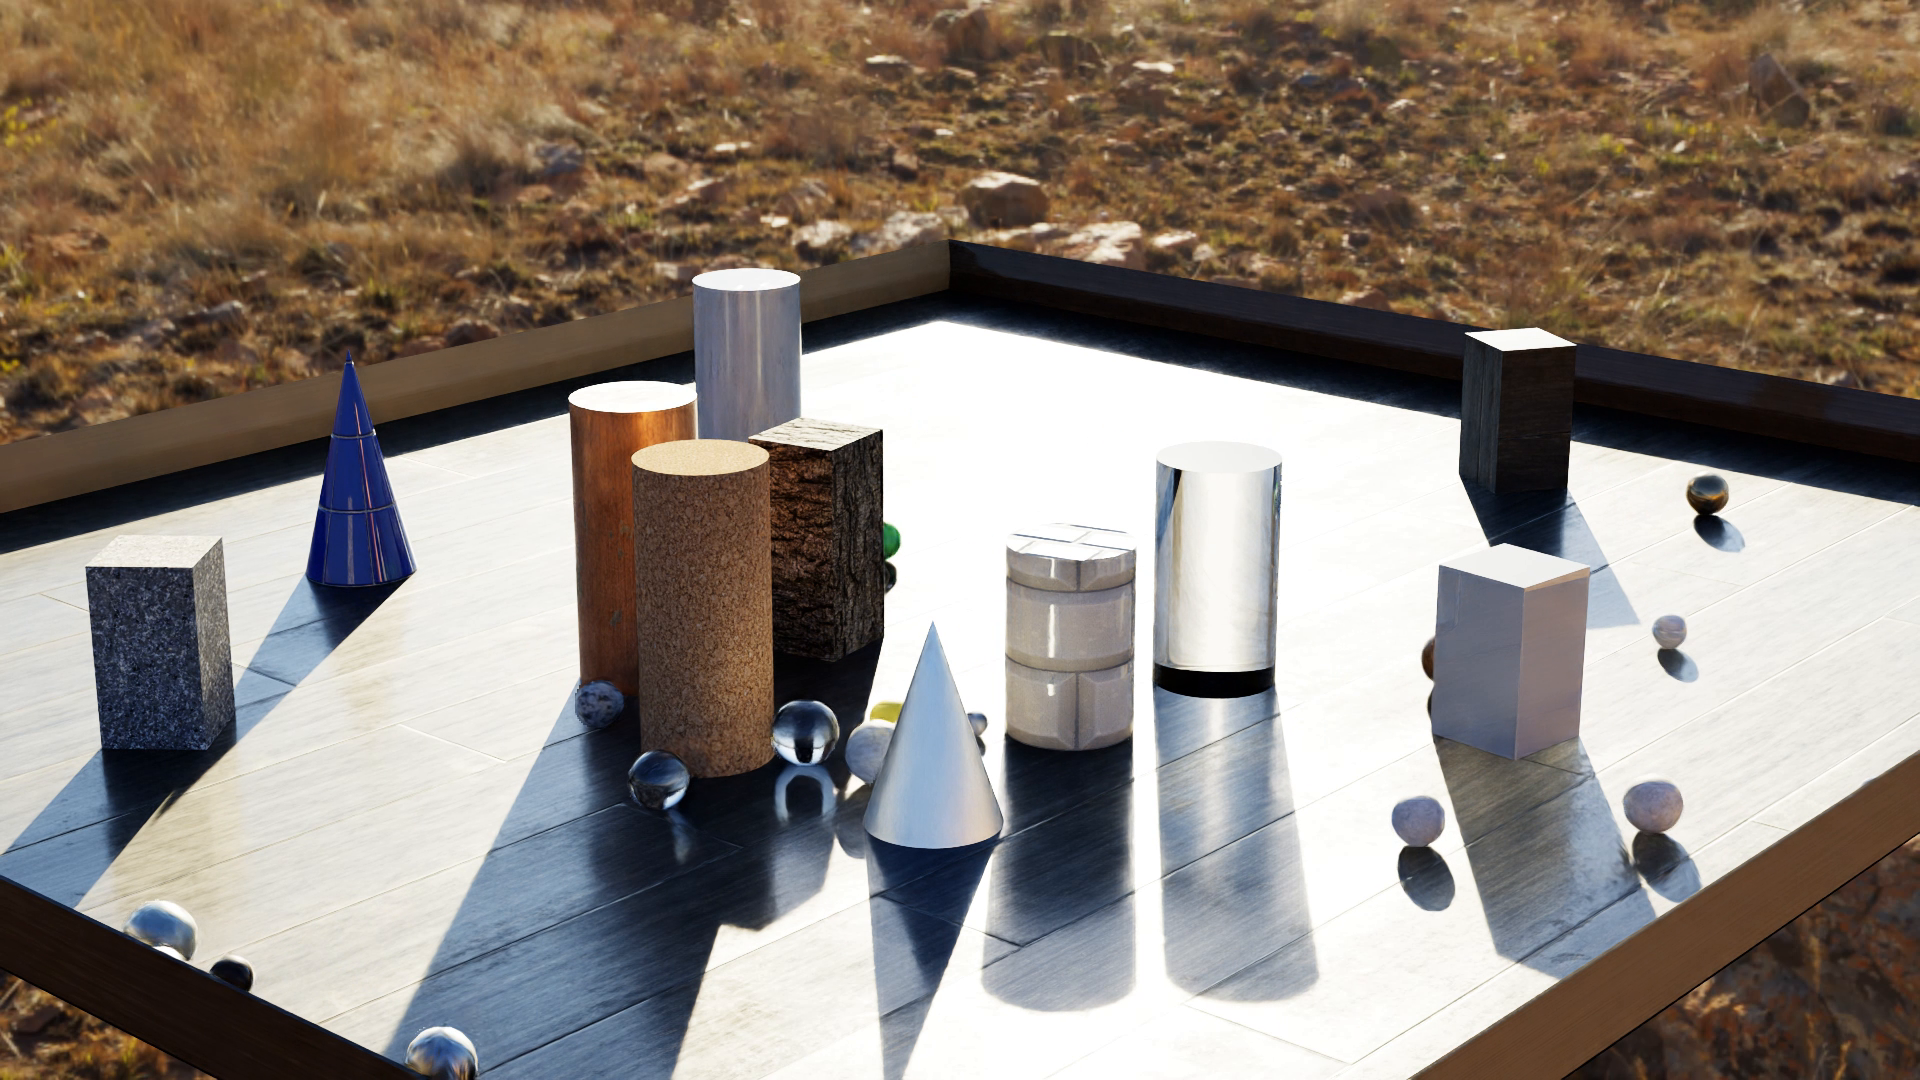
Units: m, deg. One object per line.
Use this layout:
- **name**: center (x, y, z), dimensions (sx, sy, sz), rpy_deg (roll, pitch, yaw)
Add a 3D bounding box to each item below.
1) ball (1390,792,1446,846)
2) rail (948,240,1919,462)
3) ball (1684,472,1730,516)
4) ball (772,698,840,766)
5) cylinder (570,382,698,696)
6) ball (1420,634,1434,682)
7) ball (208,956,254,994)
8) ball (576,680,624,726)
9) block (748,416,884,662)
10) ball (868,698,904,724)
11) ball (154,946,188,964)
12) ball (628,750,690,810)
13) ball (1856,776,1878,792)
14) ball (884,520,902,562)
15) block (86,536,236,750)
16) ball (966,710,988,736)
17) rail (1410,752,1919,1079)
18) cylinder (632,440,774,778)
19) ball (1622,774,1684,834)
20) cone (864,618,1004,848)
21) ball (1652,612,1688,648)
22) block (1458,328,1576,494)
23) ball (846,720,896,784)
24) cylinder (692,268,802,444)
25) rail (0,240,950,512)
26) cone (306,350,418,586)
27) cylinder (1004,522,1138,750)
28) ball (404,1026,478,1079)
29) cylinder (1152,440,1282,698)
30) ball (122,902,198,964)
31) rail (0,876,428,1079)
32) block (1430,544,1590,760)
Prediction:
- **ball**: center (0.633, 0.385, 4.046), dimensions (0.076, 0.076, 0.076), rpy_deg (0, 17, 0)
- **rail**: center (1.259, -0.386, 6.508), dimensions (3.454, 0.130, 0.045), rpy_deg (14, 22, 39)
- **ball**: center (1.430, -0.089, 5.607), dimensions (0.084, 0.084, 0.084), rpy_deg (0, 17, 0)
- **ball**: center (-0.229, 0.285, 4.338), dimensions (0.100, 0.100, 0.100), rpy_deg (0, 17, 0)
- **cylinder**: center (-0.513, -0.004, 4.666), dimensions (0.200, 0.463, 0.200), rpy_deg (0, 17, 0)
- **ball**: center (0.779, 0.189, 4.669), dimensions (0.092, 0.092, 0.092), rpy_deg (0, 17, 0)
- **ball**: center (-0.890, 0.535, 3.581), dimensions (0.056, 0.056, 0.056), rpy_deg (0, 17, 0)
- **ball**: center (-0.552, 0.251, 4.499), dimensions (0.072, 0.072, 0.072), rpy_deg (0, 17, 0)
- **block**: center (-0.235, -0.003, 4.846), dimensions (0.160, 0.358, 0.160), rpy_deg (9, 19, 29)
- **ball**: center (-0.103, 0.273, 4.428), dimensions (0.070, 0.070, 0.070), rpy_deg (0, 17, 0)
- **ball**: center (-0.974, 0.531, 3.565), dimensions (0.073, 0.073, 0.073), rpy_deg (0, 17, 0)
- **ball**: center (-0.429, 0.341, 4.174), dimensions (0.086, 0.086, 0.086), rpy_deg (0, 17, 0)
- **ball**: center (1.296, 0.364, 4.132), dimensions (0.066, 0.066, 0.066), rpy_deg (0, 17, 0)
- **ball**: center (-0.144, 0.001, 5.322), dimensions (0.076, 0.076, 0.076), rpy_deg (0, 17, 0)
- **block**: center (-1.210, 0.154, 4.446), dimensions (0.160, 0.288, 0.160), rpy_deg (1, 17, 2)
- **ball**: center (0.023, 0.278, 4.460), dimensions (0.041, 0.041, 0.041), rpy_deg (0, 17, 0)
- **rail**: center (1.286, 0.354, 4.051), dimensions (0.045, 0.130, 3.888), rpy_deg (14, 22, 39)
- **cylinder**: center (-0.377, 0.099, 4.328), dimensions (0.200, 0.460, 0.200), rpy_deg (0, 17, 0)
- **ball**: center (0.966, 0.368, 4.090), dimensions (0.083, 0.083, 0.083), rpy_deg (0, 17, 0)
- **cone**: center (-0.038, 0.252, 4.096), dimensions (0.200, 0.302, 0.200), rpy_deg (0, 17, 0)
- **ball**: center (1.176, 0.150, 4.856), dimensions (0.059, 0.059, 0.059), rpy_deg (0, 17, 0)
- **block**: center (1.103, -0.257, 5.811), dimensions (0.160, 0.288, 0.160), rpy_deg (-5, 18, -17)
- **ball**: center (-0.119, 0.309, 4.265), dimensions (0.095, 0.095, 0.095), rpy_deg (0, 17, 0)
- **cylinder**: center (-0.397, -0.261, 5.513), dimensions (0.200, 0.466, 0.200), rpy_deg (0, 17, 0)
- **rail**: center (-1.286, -0.289, 6.189), dimensions (0.045, 0.130, 3.888), rpy_deg (14, 22, 39)
- **cone**: center (-1.077, -0.142, 5.218), dimensions (0.200, 0.409, 0.200), rpy_deg (0, 17, 0)
- **cylinder**: center (0.167, 0.144, 4.457), dimensions (0.200, 0.300, 0.200), rpy_deg (0, 17, 0)
- **ball**: center (-0.591, 0.595, 3.338), dimensions (0.082, 0.082, 0.082), rpy_deg (0, 17, 0)
- **cylinder**: center (0.408, 0.045, 4.666), dimensions (0.200, 0.369, 0.200), rpy_deg (0, 17, 0)
- **ball**: center (-0.995, 0.497, 3.645), dimensions (0.093, 0.093, 0.093), rpy_deg (0, 17, 0)
- **rail**: center (-1.259, 0.451, 3.731), dimensions (3.454, 0.130, 0.045), rpy_deg (14, 22, 39)
- **block**: center (0.831, 0.167, 4.435), dimensions (0.160, 0.270, 0.160), rpy_deg (-15, 22, -40)
